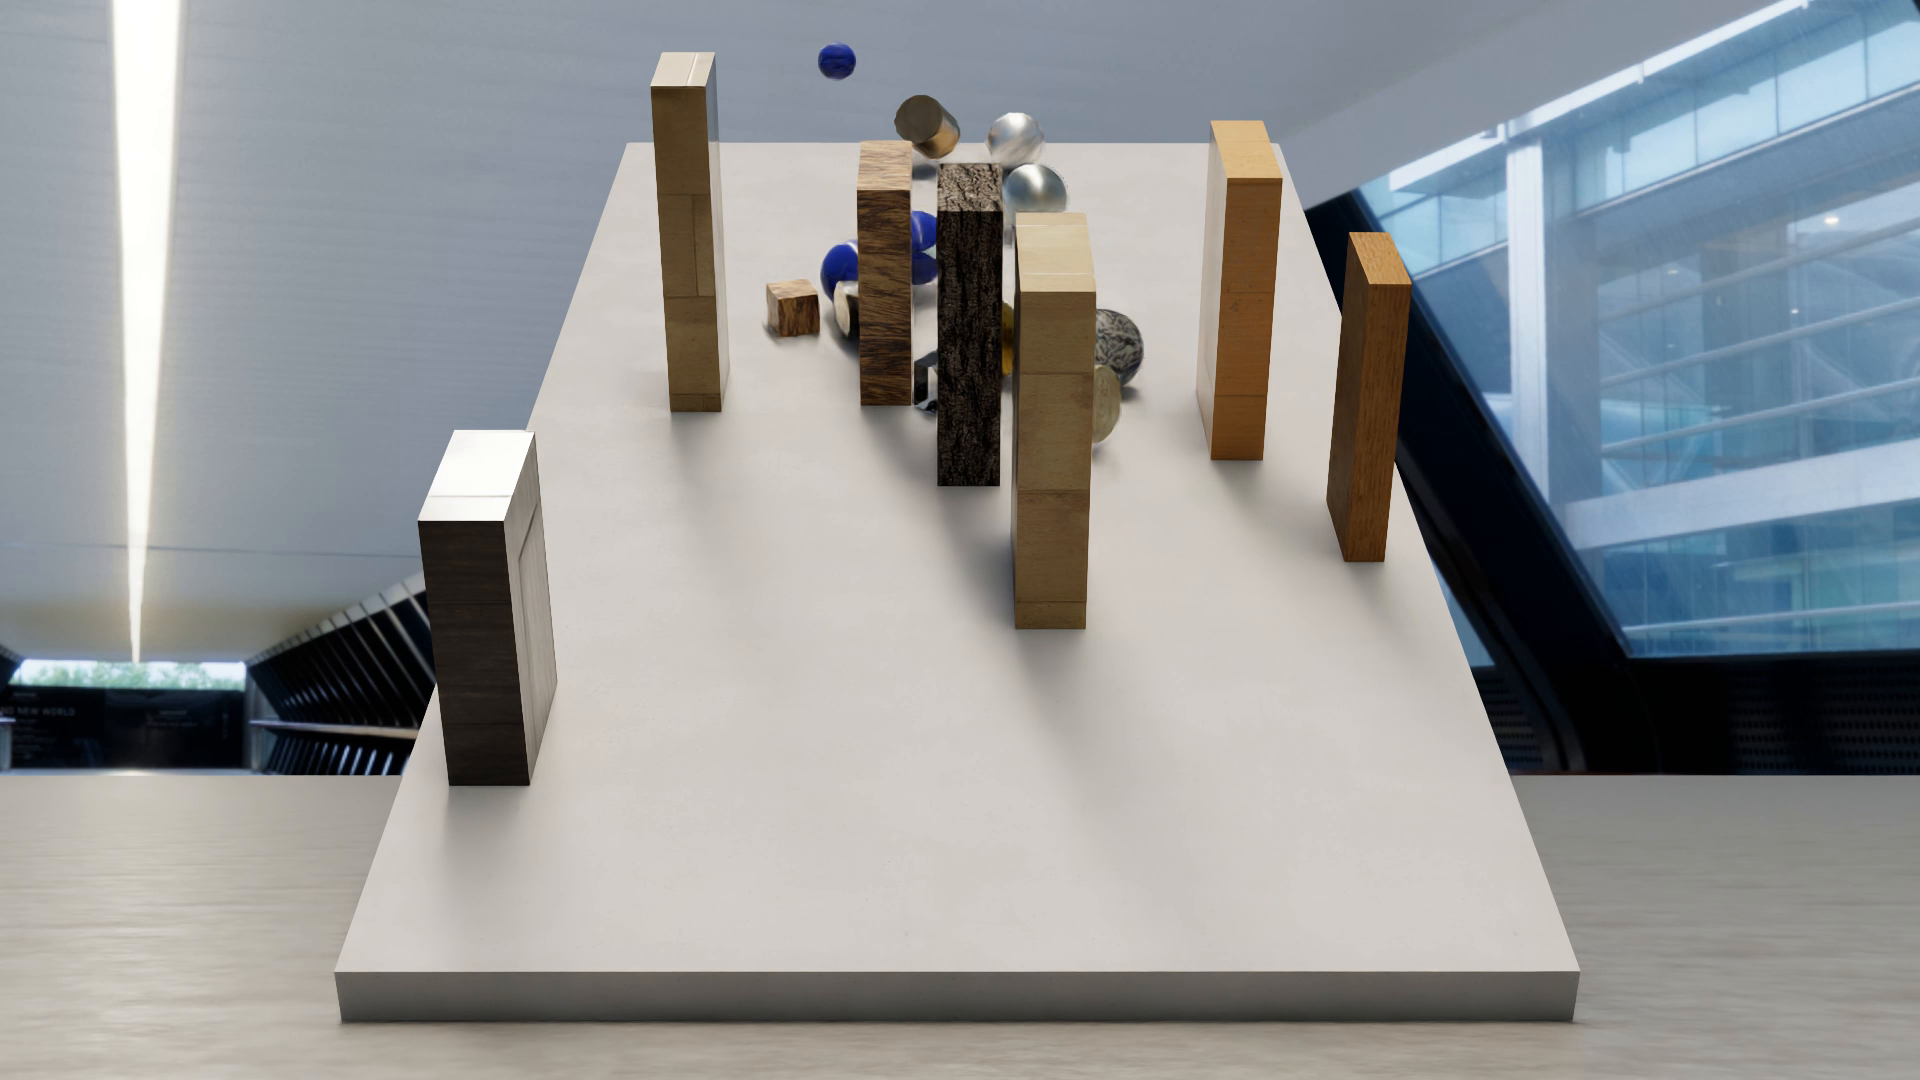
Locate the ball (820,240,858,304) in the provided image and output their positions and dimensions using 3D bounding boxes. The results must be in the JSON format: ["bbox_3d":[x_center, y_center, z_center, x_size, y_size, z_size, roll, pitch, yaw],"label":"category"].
[{"bbox_3d":[-0.271,-0.682,6.173,0.184,0.184,0.184,0,-5,0],"label":"ball"}]

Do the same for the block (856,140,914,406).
[{"bbox_3d":[-0.176,-0.640,5.722,0.122,0.542,0.342,0,29,0],"label":"block"}]

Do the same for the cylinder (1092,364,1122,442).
[{"bbox_3d":[0.247,-0.320,5.461,0.175,0.175,0.175,10,1,35],"label":"cylinder"}]

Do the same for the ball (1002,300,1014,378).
[{"bbox_3d":[0.057,-0.483,5.778,0.209,0.209,0.209,0,-5,0],"label":"ball"}]

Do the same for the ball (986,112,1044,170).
[{"bbox_3d":[0.165,-1.182,7.106,0.173,0.173,0.173,0,-5,0],"label":"ball"}]

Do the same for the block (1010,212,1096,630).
[{"bbox_3d":[0.181,-0.239,4.793,0.141,0.728,0.409,0,29,0],"label":"block"}]

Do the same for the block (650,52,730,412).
[{"bbox_3d":[-0.625,-0.713,5.586,0.121,0.797,0.249,0,29,0],"label":"block"}]

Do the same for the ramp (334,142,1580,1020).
[{"bbox_3d":[-0.012,-0.220,5.622,2.000,0.100,4.000,0,29,0],"label":"ramp"}]

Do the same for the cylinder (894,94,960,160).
[{"bbox_3d":[-0.096,-1.228,7.120,0.150,0.150,0.150,-2,-10,20],"label":"cylinder"}]

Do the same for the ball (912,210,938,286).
[{"bbox_3d":[-0.117,-0.763,6.260,0.195,0.195,0.195,0,-5,0],"label":"ball"}]

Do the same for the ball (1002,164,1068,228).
[{"bbox_3d":[0.203,-0.949,6.662,0.192,0.192,0.192,0,-5,0],"label":"ball"}]

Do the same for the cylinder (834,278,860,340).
[{"bbox_3d":[-0.225,-0.588,6.037,0.149,0.149,0.149,-8,-3,-15],"label":"cylinder"}]

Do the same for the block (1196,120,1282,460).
[{"bbox_3d":[0.630,-0.569,5.456,0.119,0.676,0.377,0,29,0],"label":"block"}]

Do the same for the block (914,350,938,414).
[{"bbox_3d":[-0.029,-0.374,5.682,0.114,0.114,0.114,19,34,31],"label":"block"}]

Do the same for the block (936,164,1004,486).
[{"bbox_3d":[0.020,-0.476,5.309,0.139,0.649,0.296,0,29,0],"label":"block"}]

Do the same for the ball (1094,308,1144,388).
[{"bbox_3d":[0.344,-0.455,5.745,0.198,0.198,0.198,0,-5,0],"label":"ball"}]

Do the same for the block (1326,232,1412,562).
[{"bbox_3d":[0.851,-0.297,5.007,0.084,0.629,0.280,0,29,0],"label":"block"}]

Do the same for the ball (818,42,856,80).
[{"bbox_3d":[-0.345,-1.342,6.713,0.108,0.108,0.108,0,-5,0],"label":"ball"}]

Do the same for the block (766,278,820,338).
[{"bbox_3d":[-0.424,-0.589,6.082,0.107,0.107,0.107,-10,30,-17],"label":"block"}]

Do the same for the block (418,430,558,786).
[{"bbox_3d":[-0.845,0.121,4.321,0.145,0.540,0.347,0,29,0],"label":"block"}]
